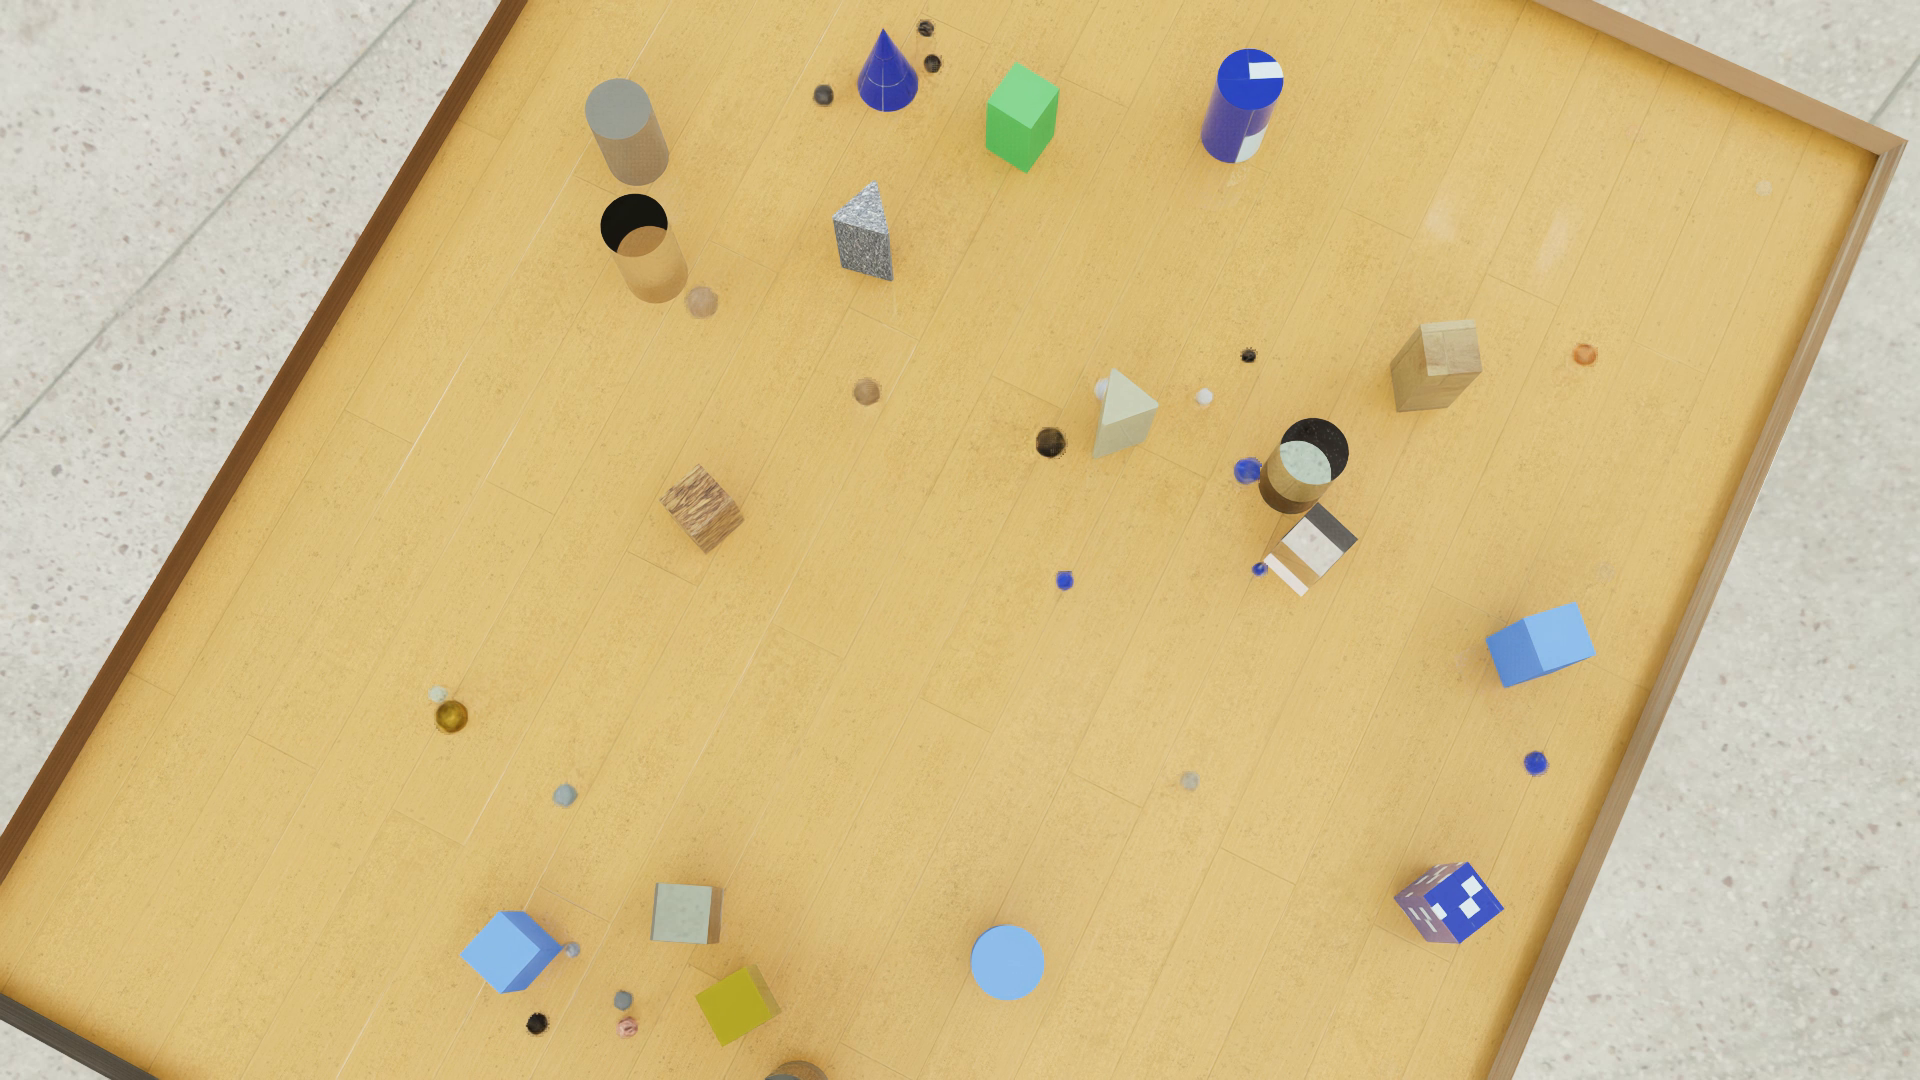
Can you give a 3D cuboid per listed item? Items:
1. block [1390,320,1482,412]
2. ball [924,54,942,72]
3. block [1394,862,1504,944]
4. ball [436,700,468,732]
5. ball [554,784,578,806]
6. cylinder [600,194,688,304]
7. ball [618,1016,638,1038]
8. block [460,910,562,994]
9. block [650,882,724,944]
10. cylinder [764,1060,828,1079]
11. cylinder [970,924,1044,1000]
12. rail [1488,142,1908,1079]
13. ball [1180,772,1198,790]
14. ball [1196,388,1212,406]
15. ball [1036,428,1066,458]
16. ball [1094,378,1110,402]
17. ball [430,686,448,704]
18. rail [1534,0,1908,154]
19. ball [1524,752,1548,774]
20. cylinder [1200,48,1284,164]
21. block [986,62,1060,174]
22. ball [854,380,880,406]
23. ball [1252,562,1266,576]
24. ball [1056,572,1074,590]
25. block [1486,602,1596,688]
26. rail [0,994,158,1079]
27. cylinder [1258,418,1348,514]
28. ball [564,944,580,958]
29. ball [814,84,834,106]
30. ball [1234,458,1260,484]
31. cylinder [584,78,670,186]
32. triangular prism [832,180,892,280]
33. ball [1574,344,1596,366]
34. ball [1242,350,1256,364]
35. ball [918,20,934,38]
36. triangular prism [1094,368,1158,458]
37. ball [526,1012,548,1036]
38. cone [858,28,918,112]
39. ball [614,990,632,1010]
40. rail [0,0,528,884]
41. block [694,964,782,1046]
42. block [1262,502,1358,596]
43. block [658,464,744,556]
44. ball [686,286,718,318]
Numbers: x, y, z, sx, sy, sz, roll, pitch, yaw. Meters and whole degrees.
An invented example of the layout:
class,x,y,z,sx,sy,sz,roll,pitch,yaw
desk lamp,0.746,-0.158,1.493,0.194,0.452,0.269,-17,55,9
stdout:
class,x,y,z,sx,sy,sz,roll,pitch,yaw
block,1.430,-0.521,5.523,0.159,0.394,0.159,-5,78,-1
ball,-0.089,-1.534,5.902,0.057,0.057,0.057,0,78,0
block,1.387,1.034,5.219,0.159,0.360,0.159,-35,80,-7
ball,-1.513,0.526,5.459,0.095,0.095,0.095,0,78,0
ball,-1.168,0.754,5.427,0.066,0.066,0.066,0,78,0
cylinder,-0.958,-0.883,5.588,0.199,0.414,0.199,0,78,0
ball,-0.960,1.408,5.295,0.059,0.059,0.059,0,78,0
block,-1.275,1.172,5.222,0.159,0.297,0.159,41,81,8
block,-0.780,1.072,5.257,0.159,0.270,0.159,4,78,1
cylinder,-0.468,1.554,5.047,0.199,0.486,0.199,0,78,0
cylinder,0.130,1.187,5.168,0.199,0.397,0.199,0,78,0
rail,1.850,0.912,5.361,0.045,0.129,4.937,26,80,5
ball,0.681,0.716,5.441,0.054,0.054,0.054,0,78,0
ball,0.757,-0.444,5.683,0.051,0.051,0.051,0,78,0
ball,0.277,-0.298,5.631,0.093,0.093,0.093,0,78,0
ball,0.454,-0.465,5.674,0.075,0.075,0.075,0,78,0
ball,-1.563,0.463,5.494,0.053,0.053,0.053,0,78,0
rail,1.093,-2.135,5.992,4.183,0.129,0.045,26,80,5
ball,1.711,0.662,5.445,0.067,0.067,0.067,0,78,0
cylinder,0.872,-1.343,5.693,0.199,0.396,0.199,0,78,0
block,0.192,-1.313,5.715,0.159,0.340,0.159,33,80,6
ball,-0.287,-0.456,5.669,0.082,0.082,0.082,0,78,0
ball,0.911,0.089,5.576,0.043,0.043,0.043,0,78,0
ball,0.319,0.125,5.562,0.057,0.057,0.057,0,78,0
block,1.691,0.311,5.355,0.159,0.386,0.159,-17,79,-3
rail,-1.093,2.148,5.105,4.183,0.129,0.045,26,80,5
cylinder,1.019,-0.216,5.461,0.199,0.393,0.199,0,78,0
ball,-1.132,1.198,5.347,0.043,0.043,0.043,0,78,0
ball,-0.437,-1.428,5.878,0.067,0.067,0.067,0,78,0
ball,0.879,-0.211,5.613,0.082,0.082,0.082,0,78,0
cylinder,-1.031,-1.263,5.696,0.199,0.356,0.199,0,78,0
triangular prism,-0.273,-0.954,5.607,0.172,0.405,0.149,17,79,3
ball,1.944,-0.576,5.701,0.068,0.068,0.068,0,78,0
ball,0.899,-0.572,5.713,0.043,0.043,0.043,0,78,0
ball,-0.110,-1.655,5.932,0.054,0.054,0.054,0,78,0
triangular prism,0.469,-0.390,5.496,0.172,0.394,0.149,-19,79,-4
ball,-1.222,1.398,5.295,0.062,0.062,0.062,0,78,0
cone,-0.233,-1.514,5.737,0.199,0.377,0.199,0,78,0
ball,-0.977,1.335,5.312,0.055,0.055,0.055,0,78,0
rail,-1.850,-0.899,5.736,0.045,0.129,4.937,26,80,5
block,-0.626,1.318,5.199,0.159,0.283,0.159,-30,80,-6
block,1.038,0.031,5.447,0.159,0.319,0.159,44,82,8
block,-0.772,-0.089,5.501,0.159,0.264,0.159,-43,81,-8
ball,-0.804,-0.743,5.720,0.099,0.099,0.099,0,78,0
